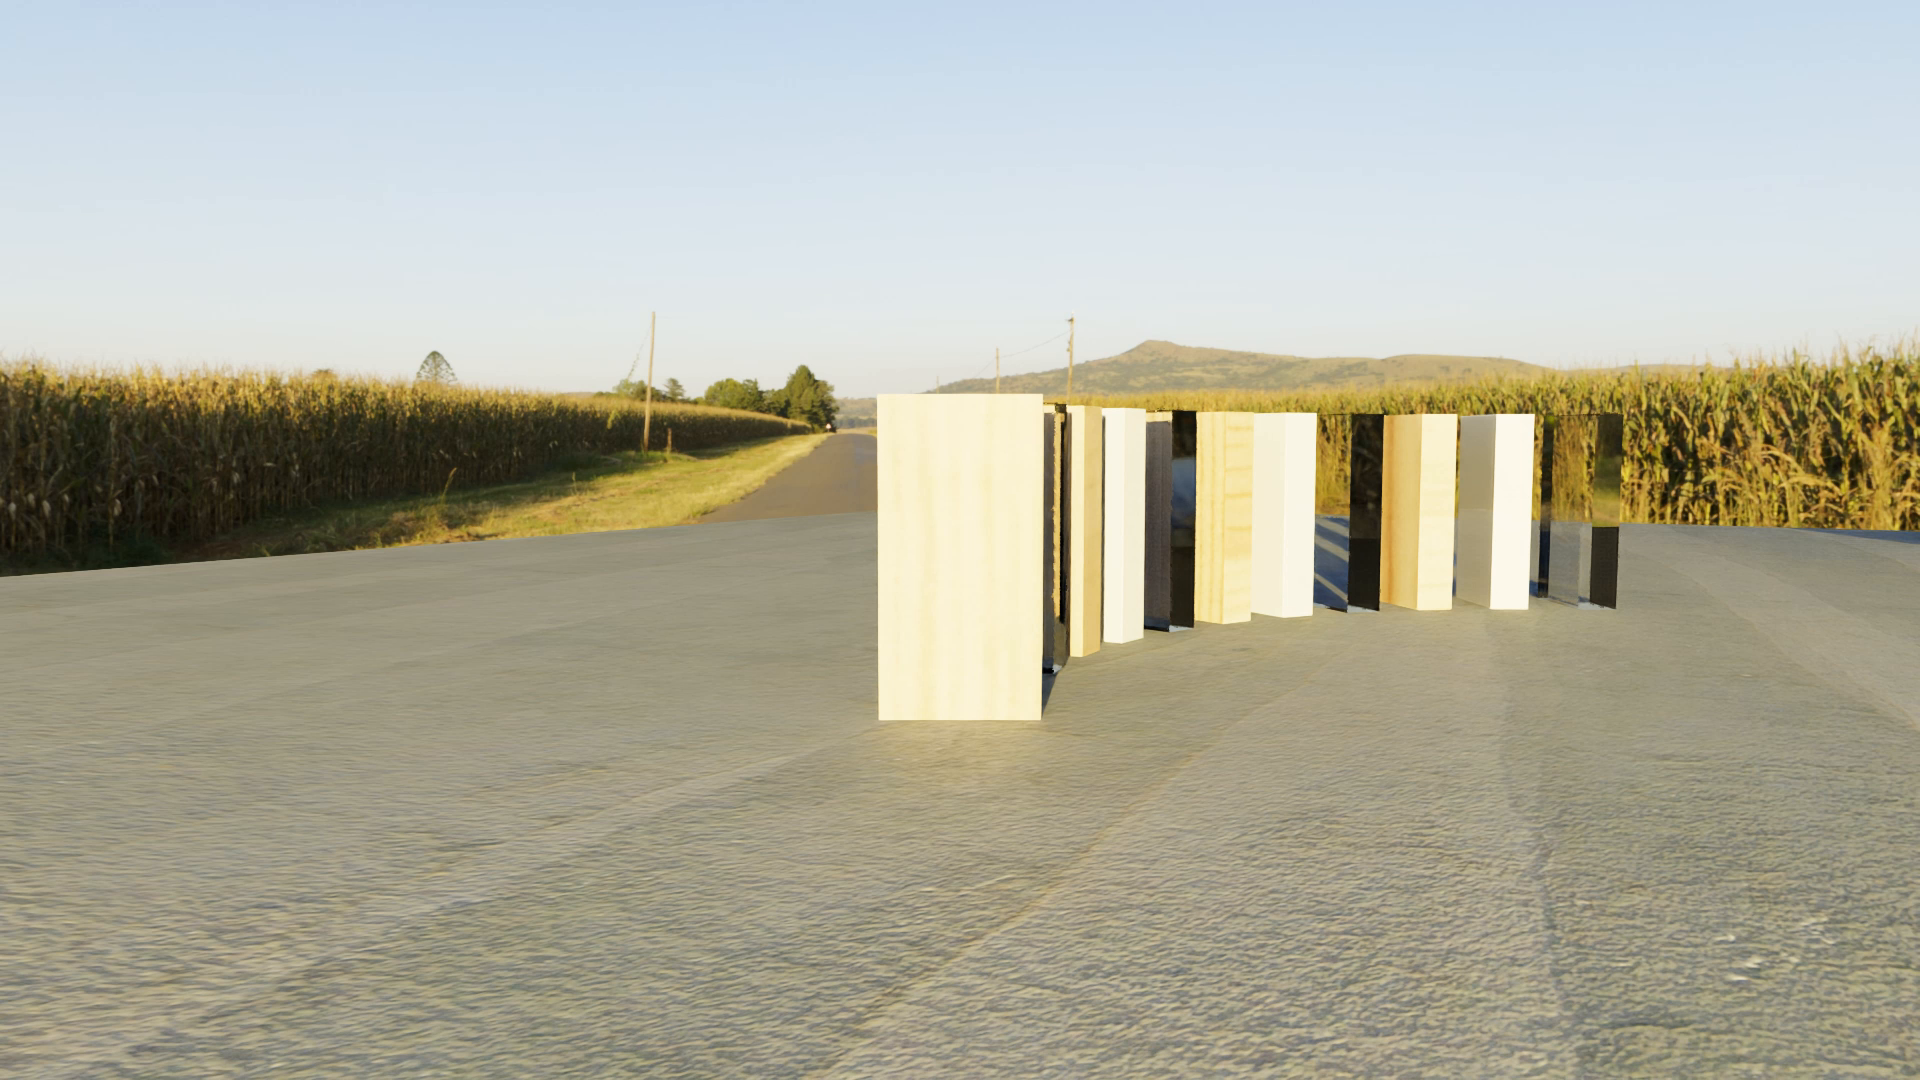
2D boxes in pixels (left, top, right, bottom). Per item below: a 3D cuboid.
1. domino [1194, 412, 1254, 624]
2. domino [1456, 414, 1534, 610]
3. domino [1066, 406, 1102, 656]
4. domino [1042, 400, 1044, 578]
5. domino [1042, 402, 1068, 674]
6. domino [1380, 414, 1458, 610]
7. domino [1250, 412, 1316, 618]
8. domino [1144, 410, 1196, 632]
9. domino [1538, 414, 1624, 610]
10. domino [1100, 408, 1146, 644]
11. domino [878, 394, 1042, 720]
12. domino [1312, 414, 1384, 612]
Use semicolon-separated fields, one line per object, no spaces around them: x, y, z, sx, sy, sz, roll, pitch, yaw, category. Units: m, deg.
0.059;-0.006;0.314;0.009;0.050;0.025;-3;5;-36;domino
0.142;-0.008;0.341;0.010;0.050;0.025;0;4;1;domino
0.016;-0.002;0.265;0.025;0.050;0.009;2;5;27;domino
0.001;0.001;0.223;0.025;0.050;0.009;1;4;10;domino
0.007;-0.001;0.244;0.025;0.050;0.009;1;5;19;domino
0.120;-0.008;0.340;0.009;0.050;0.025;-1;4;-9;domino
0.078;-0.007;0.326;0.009;0.050;0.025;-2;5;-27;domino
0.042;-0.005;0.300;0.009;0.050;0.025;-4;6;-45;domino
0.164;-0.008;0.340;0.009;0.050;0.025;0;4;2;domino
0.027;-0.004;0.283;0.025;0.050;0.010;3;5;36;domino
0.000;0.002;0.201;0.025;0.050;0.009;0;4;0;domino
0.098;-0.008;0.335;0.009;0.050;0.025;-1;5;-18;domino
